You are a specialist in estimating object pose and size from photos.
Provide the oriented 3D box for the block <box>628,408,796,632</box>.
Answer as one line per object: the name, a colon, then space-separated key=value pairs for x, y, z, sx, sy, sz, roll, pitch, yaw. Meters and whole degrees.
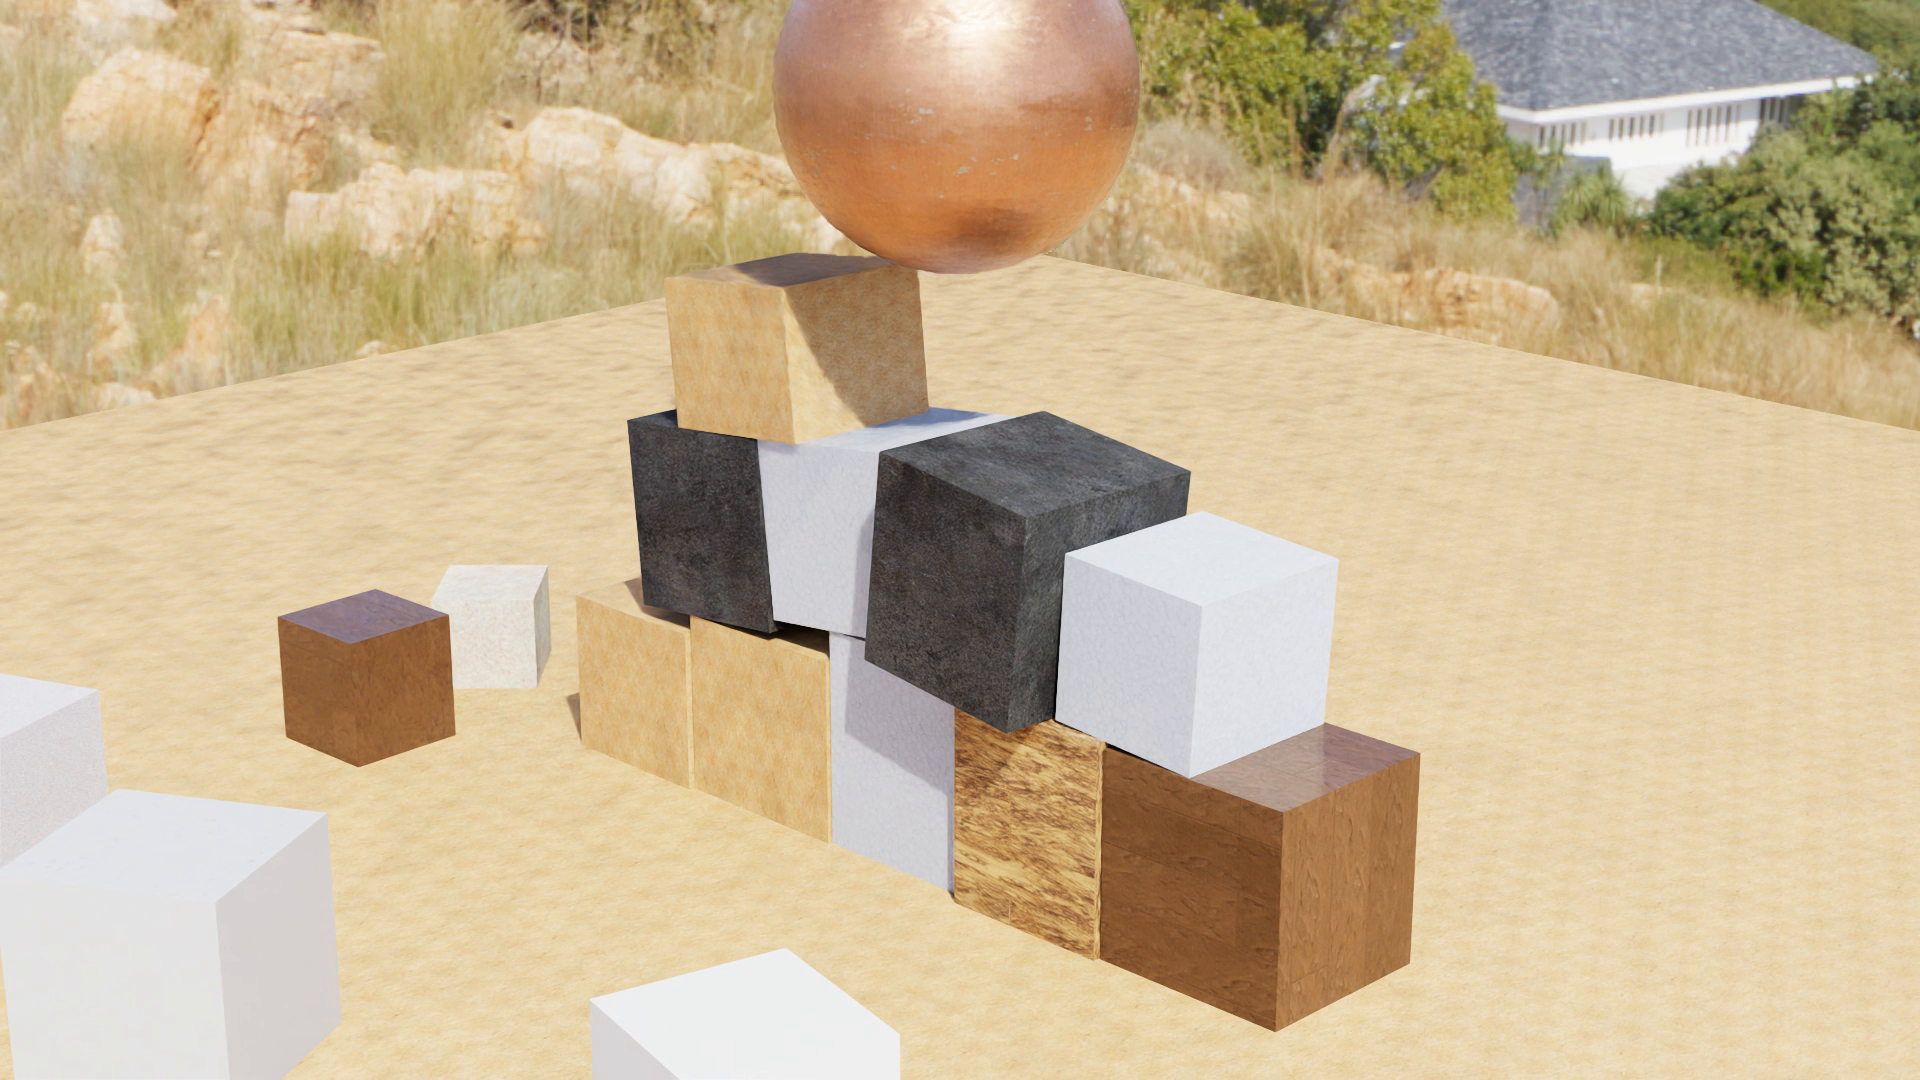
block: x=-0.927 y=-0.168 z=14.277 sx=0.915 sy=0.926 sz=0.944 roll=-16 pitch=19 yaw=-42

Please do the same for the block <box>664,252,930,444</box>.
block: x=-0.768 y=-0.919 z=13.800 sx=0.824 sy=0.720 sz=0.871 roll=-16 pitch=17 yaw=-40

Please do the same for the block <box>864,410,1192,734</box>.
block: x=0.288 y=0.116 z=12.831 sx=1.008 sy=0.984 sz=0.904 roll=-16 pitch=30 yaw=-41

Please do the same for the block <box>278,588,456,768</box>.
block: x=-3.038 y=0.699 z=15.025 sx=0.619 sy=0.658 sz=0.613 roll=15 pitch=23 yaw=40

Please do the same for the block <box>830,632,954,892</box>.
block: x=0.008 y=0.920 z=13.643 sx=0.869 sy=1.063 sz=0.851 roll=16 pitch=24 yaw=42

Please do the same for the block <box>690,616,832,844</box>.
block: x=-0.656 y=0.803 z=14.276 sx=0.968 sy=0.907 sz=0.864 roll=17 pitch=24 yaw=42

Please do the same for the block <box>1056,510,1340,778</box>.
block: x=1.001 y=0.424 z=12.424 sx=0.873 sy=0.758 sz=0.761 roll=-17 pitch=27 yaw=-42

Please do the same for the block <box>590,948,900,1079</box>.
block: x=-0.773 y=2.055 z=10.547 sx=0.807 sy=0.754 sz=0.828 roll=-11 pitch=20 yaw=-30

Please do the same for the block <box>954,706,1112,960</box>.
block: x=0.605 y=1.144 z=13.041 sx=0.845 sy=0.998 sz=0.933 roll=17 pitch=24 yaw=42

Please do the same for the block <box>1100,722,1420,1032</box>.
block: x=1.266 y=1.348 z=12.442 sx=0.910 sy=0.968 sz=0.966 roll=-17 pitch=24 yaw=-42

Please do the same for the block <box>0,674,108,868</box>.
block: x=-4.420 y=1.140 z=13.343 sx=0.725 sy=0.824 sz=0.750 roll=7 pitch=19 yaw=22

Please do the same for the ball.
ball: x=-0.016 y=-1.954 z=12.711 sx=1.600 sy=1.600 sz=1.600 roll=0 pitch=17 yaw=0

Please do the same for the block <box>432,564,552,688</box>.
block: x=-2.552 y=0.469 z=16.018 sx=0.544 sy=0.501 sz=0.611 roll=0 pitch=17 yaw=0

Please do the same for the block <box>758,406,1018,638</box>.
block: x=-0.290 y=-0.096 z=13.632 sx=0.886 sy=0.874 sz=0.856 roll=-17 pitch=18 yaw=-42

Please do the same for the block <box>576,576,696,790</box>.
block: x=-1.301 y=0.653 z=14.916 sx=0.853 sy=0.809 sz=0.940 roll=17 pitch=24 yaw=42

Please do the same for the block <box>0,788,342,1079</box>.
block: x=-3.115 y=1.628 z=11.615 sx=0.946 sy=0.929 sz=0.894 roll=5 pitch=18 yaw=15
